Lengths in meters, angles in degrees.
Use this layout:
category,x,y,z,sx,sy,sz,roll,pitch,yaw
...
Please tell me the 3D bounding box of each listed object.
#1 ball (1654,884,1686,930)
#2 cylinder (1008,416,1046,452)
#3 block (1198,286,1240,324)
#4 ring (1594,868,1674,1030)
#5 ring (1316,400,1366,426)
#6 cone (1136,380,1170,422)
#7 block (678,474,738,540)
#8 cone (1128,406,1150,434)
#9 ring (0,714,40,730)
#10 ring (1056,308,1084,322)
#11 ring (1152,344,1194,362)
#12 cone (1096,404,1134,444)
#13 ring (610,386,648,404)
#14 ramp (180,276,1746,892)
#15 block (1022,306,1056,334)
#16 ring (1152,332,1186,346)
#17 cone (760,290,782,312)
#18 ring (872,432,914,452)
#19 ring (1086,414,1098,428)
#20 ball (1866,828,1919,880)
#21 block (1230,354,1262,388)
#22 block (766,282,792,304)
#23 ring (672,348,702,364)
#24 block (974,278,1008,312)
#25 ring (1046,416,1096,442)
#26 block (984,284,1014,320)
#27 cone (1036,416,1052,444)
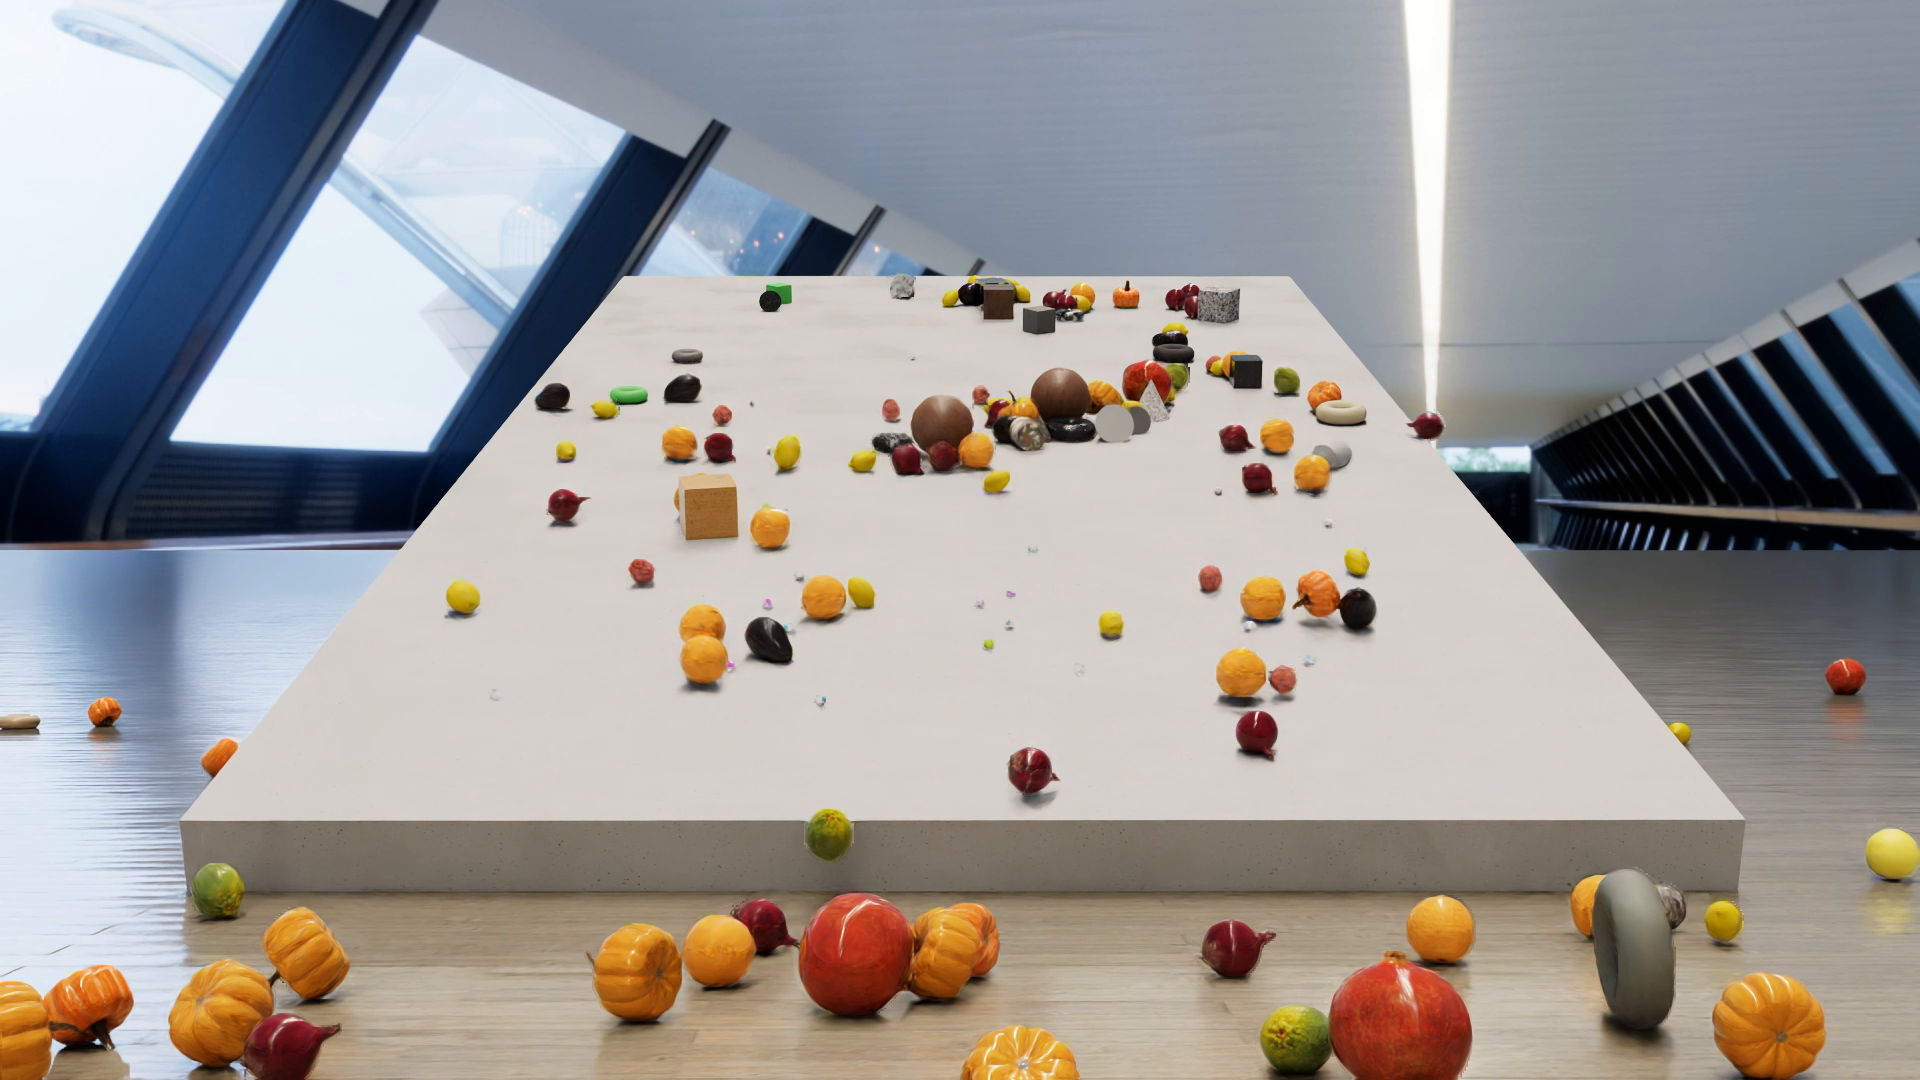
category,x,y,z,sx,sy,sz,roll,pitch,yaw
ball,0.813,0.426,2.568,0.054,0.054,0.054,0,0,0
cylinder,0.141,-0.223,4.660,0.062,0.062,0.062,0,16,-16
block,0.701,-0.638,6.007,0.083,0.083,0.083,11,20,32
ring,0.624,0.379,2.057,0.049,0.147,0.147,-5,0,4
ring,0.842,-0.281,4.898,0.112,0.037,0.112,-1,18,0
cone,0.424,-0.315,4.921,0.088,0.088,0.088,0,17,0
block,-0.461,-0.061,4.059,0.095,0.095,0.095,-4,17,-13
cone,0.372,-0.252,4.815,0.064,0.064,0.064,0,-11,-19
ring,-2.288,0.442,5.389,0.098,0.033,0.098,1,1,0
ring,0.296,-0.609,6.006,0.083,0.028,0.083,0,16,0
ring,0.531,-0.464,5.511,0.104,0.035,0.104,1,16,0
cone,0.322,-0.239,4.756,0.084,0.084,0.084,0,-10,-9
ring,-0.759,-0.333,5.080,0.087,0.029,0.087,1,16,0
ramp,-0.003,-0.170,4.762,2.000,0.100,4.000,0,17,0
block,0.209,-0.580,5.850,0.062,0.062,0.062,-12,20,-34
ring,0.535,-0.509,5.670,0.090,0.030,0.090,1,17,0
cone,-0.525,-0.653,6.149,0.061,0.061,0.061,0,-10,-2
ring,-0.141,-0.205,4.655,0.086,0.029,0.086,1,18,0
ring,0.315,-0.256,4.821,0.089,0.030,0.089,0,10,0
ball,1.247,0.420,2.966,0.067,0.067,0.067,0,0,0
block,0.675,-0.398,5.235,0.066,0.066,0.066,-1,17,-3
block,-0.510,-0.694,6.243,0.051,0.051,0.051,-15,22,-41
ring,-0.675,-0.456,5.495,0.078,0.026,0.078,1,17,0
block,0.088,-0.681,6.157,0.078,0.078,0.078,-4,17,-12
ring,0.236,-0.238,4.756,0.109,0.036,0.109,1,16,0
block,0.105,-0.649,6.045,0.081,0.081,0.081,0,17,0
cone,0.170,-0.240,4.725,0.057,0.057,0.057,0,17,0
